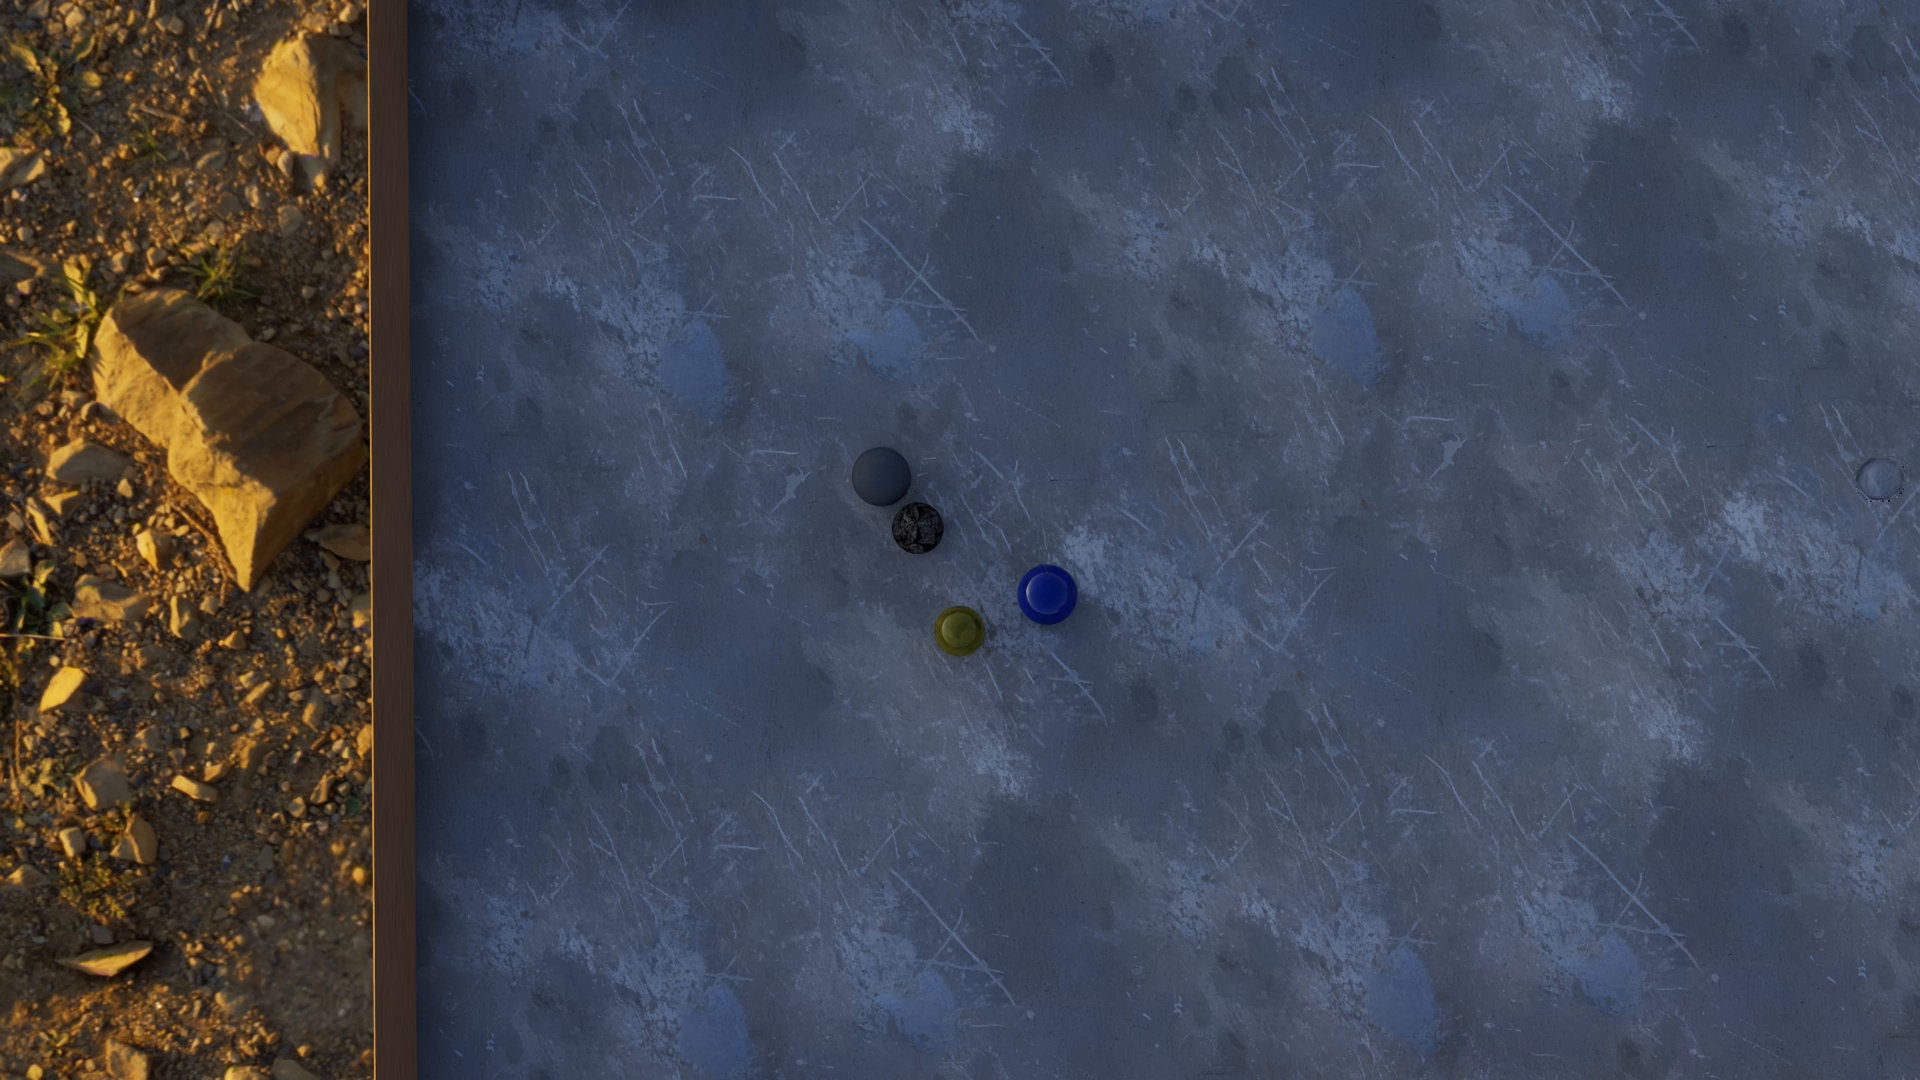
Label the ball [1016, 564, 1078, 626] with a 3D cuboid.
[{"bbox_3d":[0.129,0.081,3.258,0.091,0.091,0.091,0,80,0],"label":"ball"}]

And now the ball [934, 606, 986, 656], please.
[{"bbox_3d":[-0.001,0.135,3.256,0.076,0.076,0.076,0,80,0],"label":"ball"}]

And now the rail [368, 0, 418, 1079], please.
[{"bbox_3d":[-0.832,0.040,3.251,0.045,0.118,1.922,-3,80,-1],"label":"rail"}]

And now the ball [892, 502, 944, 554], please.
[{"bbox_3d":[-0.063,-0.017,3.282,0.077,0.077,0.077,0,80,0],"label":"ball"}]

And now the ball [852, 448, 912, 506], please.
[{"bbox_3d":[-0.118,-0.095,3.290,0.089,0.089,0.089,0,80,0],"label":"ball"}]

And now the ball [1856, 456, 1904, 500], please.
[{"bbox_3d":[1.381,-0.092,3.301,0.066,0.066,0.066,0,80,0],"label":"ball"}]
